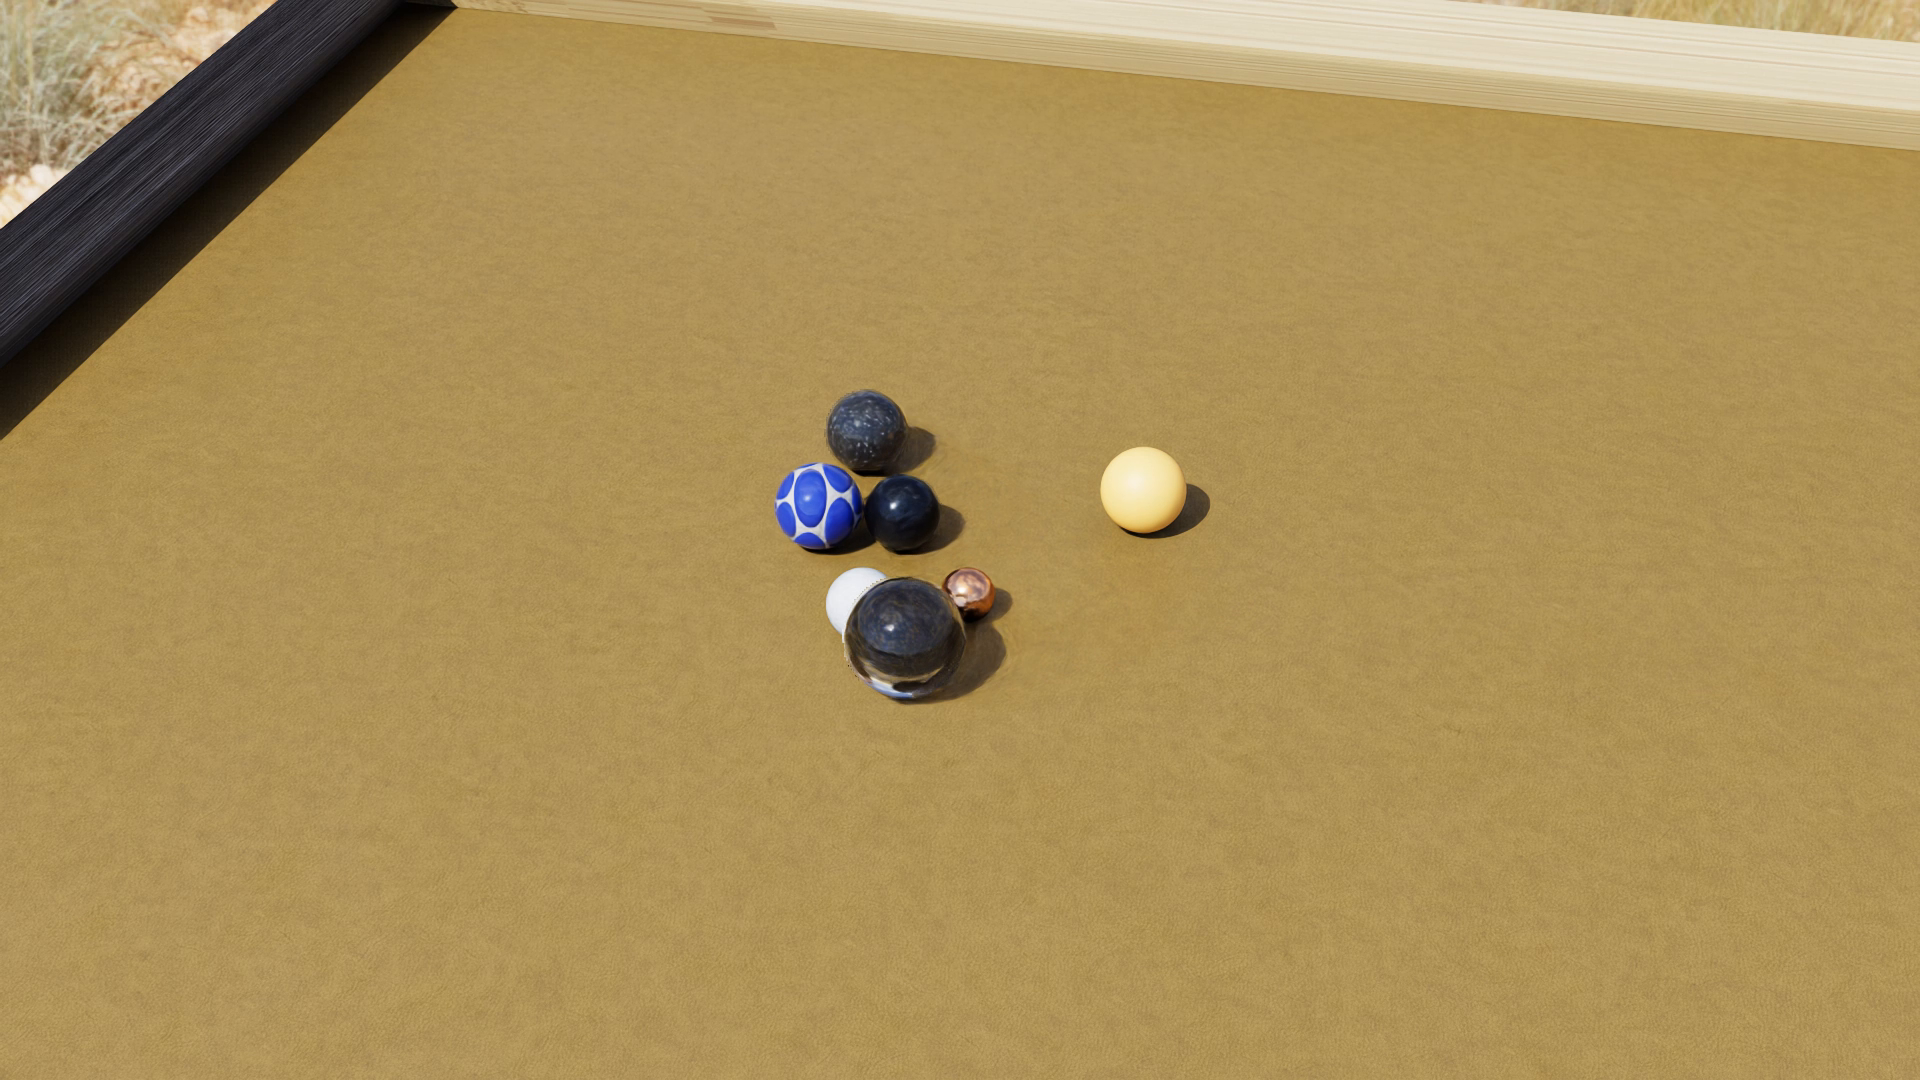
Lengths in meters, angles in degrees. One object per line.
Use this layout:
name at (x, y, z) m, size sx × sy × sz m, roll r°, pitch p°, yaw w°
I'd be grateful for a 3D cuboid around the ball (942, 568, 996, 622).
ball at (0.006, 0.042, 1.962) m, size 0.042 × 0.042 × 0.042 m, roll 0°, pitch 34°, yaw 0°

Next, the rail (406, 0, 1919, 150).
rail at (1.114, -0.424, 2.587) m, size 3.643 × 0.115 × 0.045 m, roll 8°, pitch 35°, yaw 11°

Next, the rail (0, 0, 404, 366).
rail at (-0.862, -0.139, 2.164) m, size 0.045 × 0.115 × 1.978 m, roll 8°, pitch 35°, yaw 11°

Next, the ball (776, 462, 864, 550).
ball at (-0.112, -0.027, 2.040) m, size 0.069 × 0.069 × 0.069 m, roll 0°, pitch 34°, yaw 0°

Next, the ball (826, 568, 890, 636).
ball at (-0.073, 0.049, 1.939) m, size 0.057 × 0.057 × 0.057 m, roll 0°, pitch 34°, yaw 0°

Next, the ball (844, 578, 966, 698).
ball at (-0.040, 0.071, 1.876) m, size 0.089 × 0.089 × 0.089 m, roll 0°, pitch 34°, yaw 0°

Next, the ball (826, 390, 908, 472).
ball at (-0.077, -0.090, 2.135) m, size 0.068 × 0.068 × 0.068 m, roll 0°, pitch 34°, yaw 0°

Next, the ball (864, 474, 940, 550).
ball at (-0.046, -0.022, 2.040) m, size 0.060 × 0.060 × 0.060 m, roll 0°, pitch 34°, yaw 0°

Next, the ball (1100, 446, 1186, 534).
ball at (0.147, -0.040, 2.059) m, size 0.069 × 0.069 × 0.069 m, roll 0°, pitch 34°, yaw 0°
